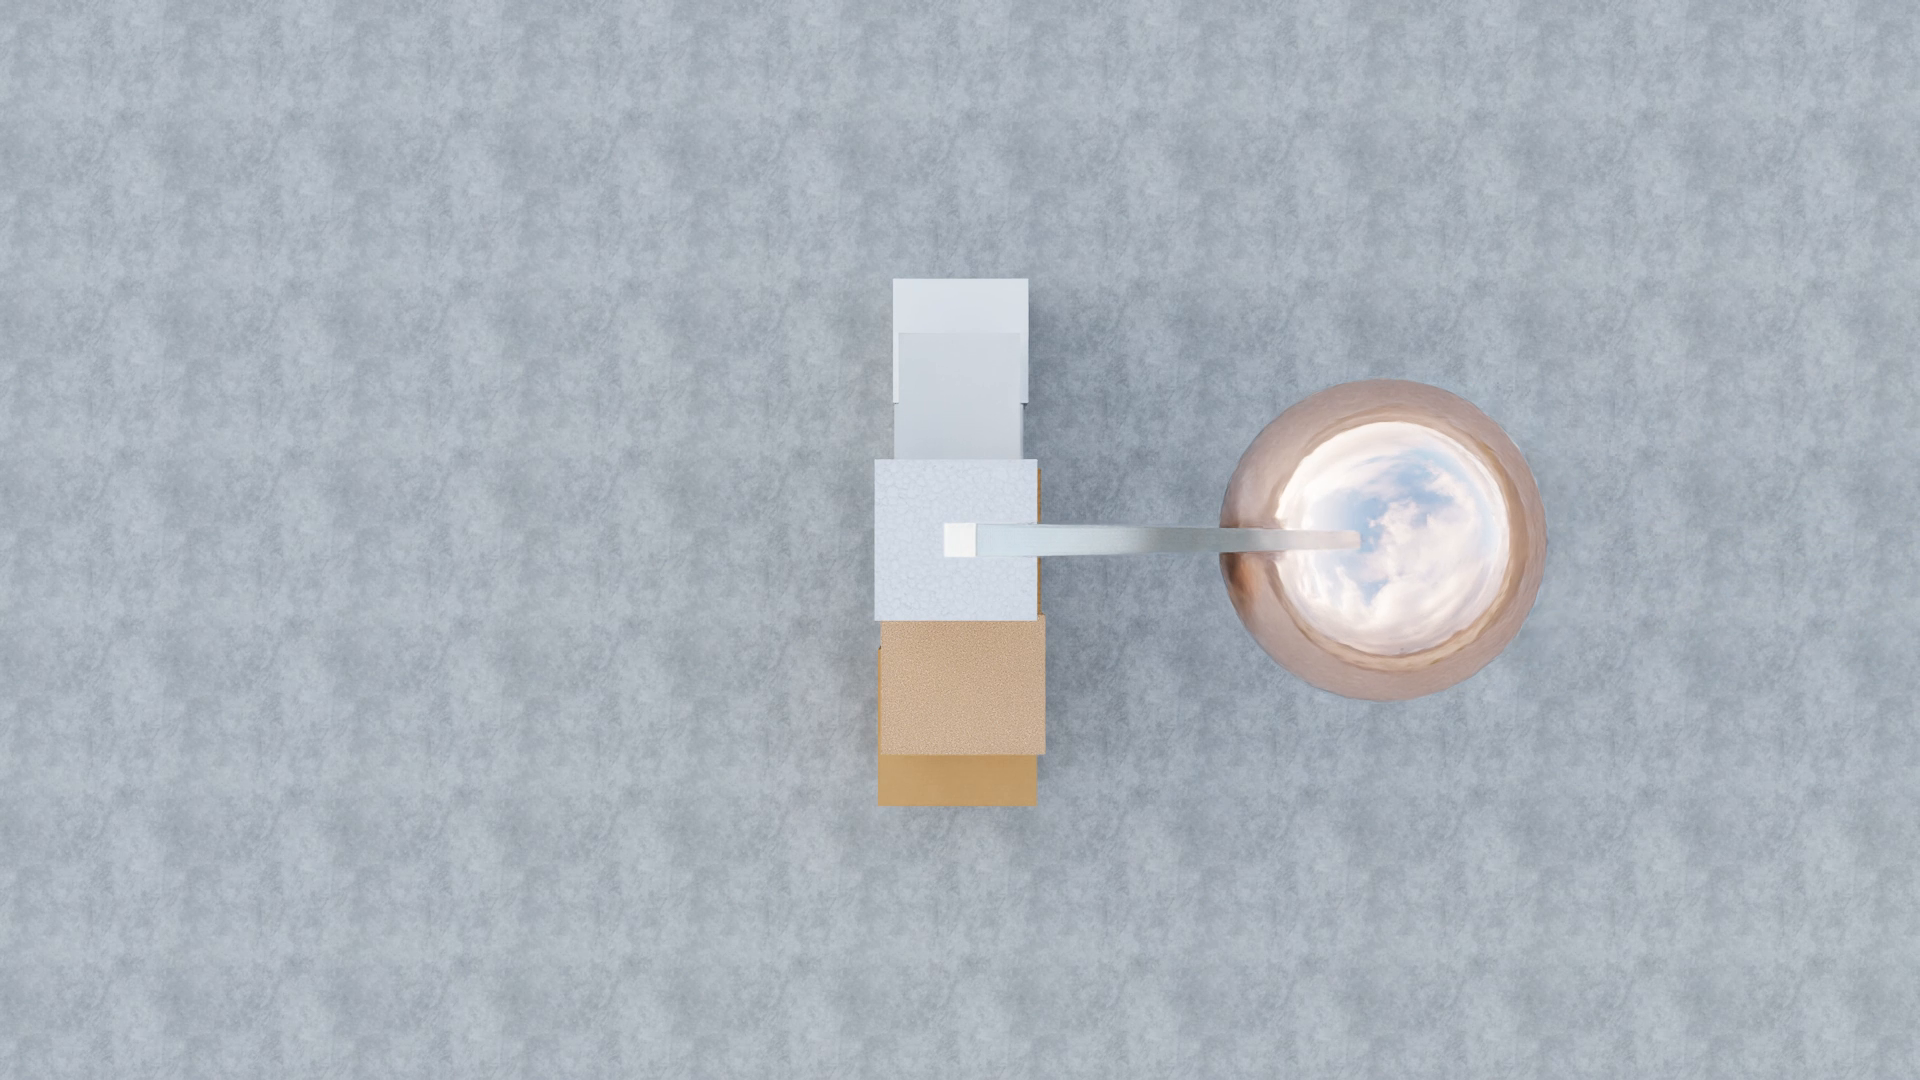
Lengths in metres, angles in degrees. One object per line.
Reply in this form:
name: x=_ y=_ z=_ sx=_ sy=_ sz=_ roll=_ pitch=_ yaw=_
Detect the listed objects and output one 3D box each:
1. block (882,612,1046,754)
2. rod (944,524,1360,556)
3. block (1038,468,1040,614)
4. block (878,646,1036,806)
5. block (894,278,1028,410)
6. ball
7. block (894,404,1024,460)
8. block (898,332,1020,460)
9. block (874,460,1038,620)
block: x=0.017 y=0.748 z=11.721 sx=0.849 sy=0.712 sz=0.721 roll=0 pitch=90 yaw=0
rod: x=0.899 y=0.000 z=7.657 sx=0.080 sy=5.200 sz=0.080 roll=0 pitch=90 yaw=20
block: x=0.007 y=0.005 z=11.793 sx=0.821 sy=0.875 sz=0.746 roll=0 pitch=90 yaw=0
block: x=-0.014 y=1.032 z=12.539 sx=0.874 sy=0.923 sz=0.861 roll=0 pitch=90 yaw=0
block: x=0.004 y=-1.116 z=12.653 sx=0.756 sy=0.694 sz=0.693 roll=0 pitch=90 yaw=0
ball: x=2.074 y=0.000 z=10.848 sx=1.600 sy=1.600 sz=1.600 roll=0 pitch=90 yaw=0
block: x=-0.007 y=-0.427 z=12.656 sx=0.720 sy=0.688 sz=0.664 roll=0 pitch=90 yaw=0
block: x=-0.003 y=-0.739 z=11.983 sx=0.644 sy=0.648 sz=0.730 roll=0 pitch=91 yaw=0
block: x=-0.019 y=0.000 z=10.386 sx=0.741 sy=0.714 sz=0.736 roll=0 pitch=90 yaw=0
